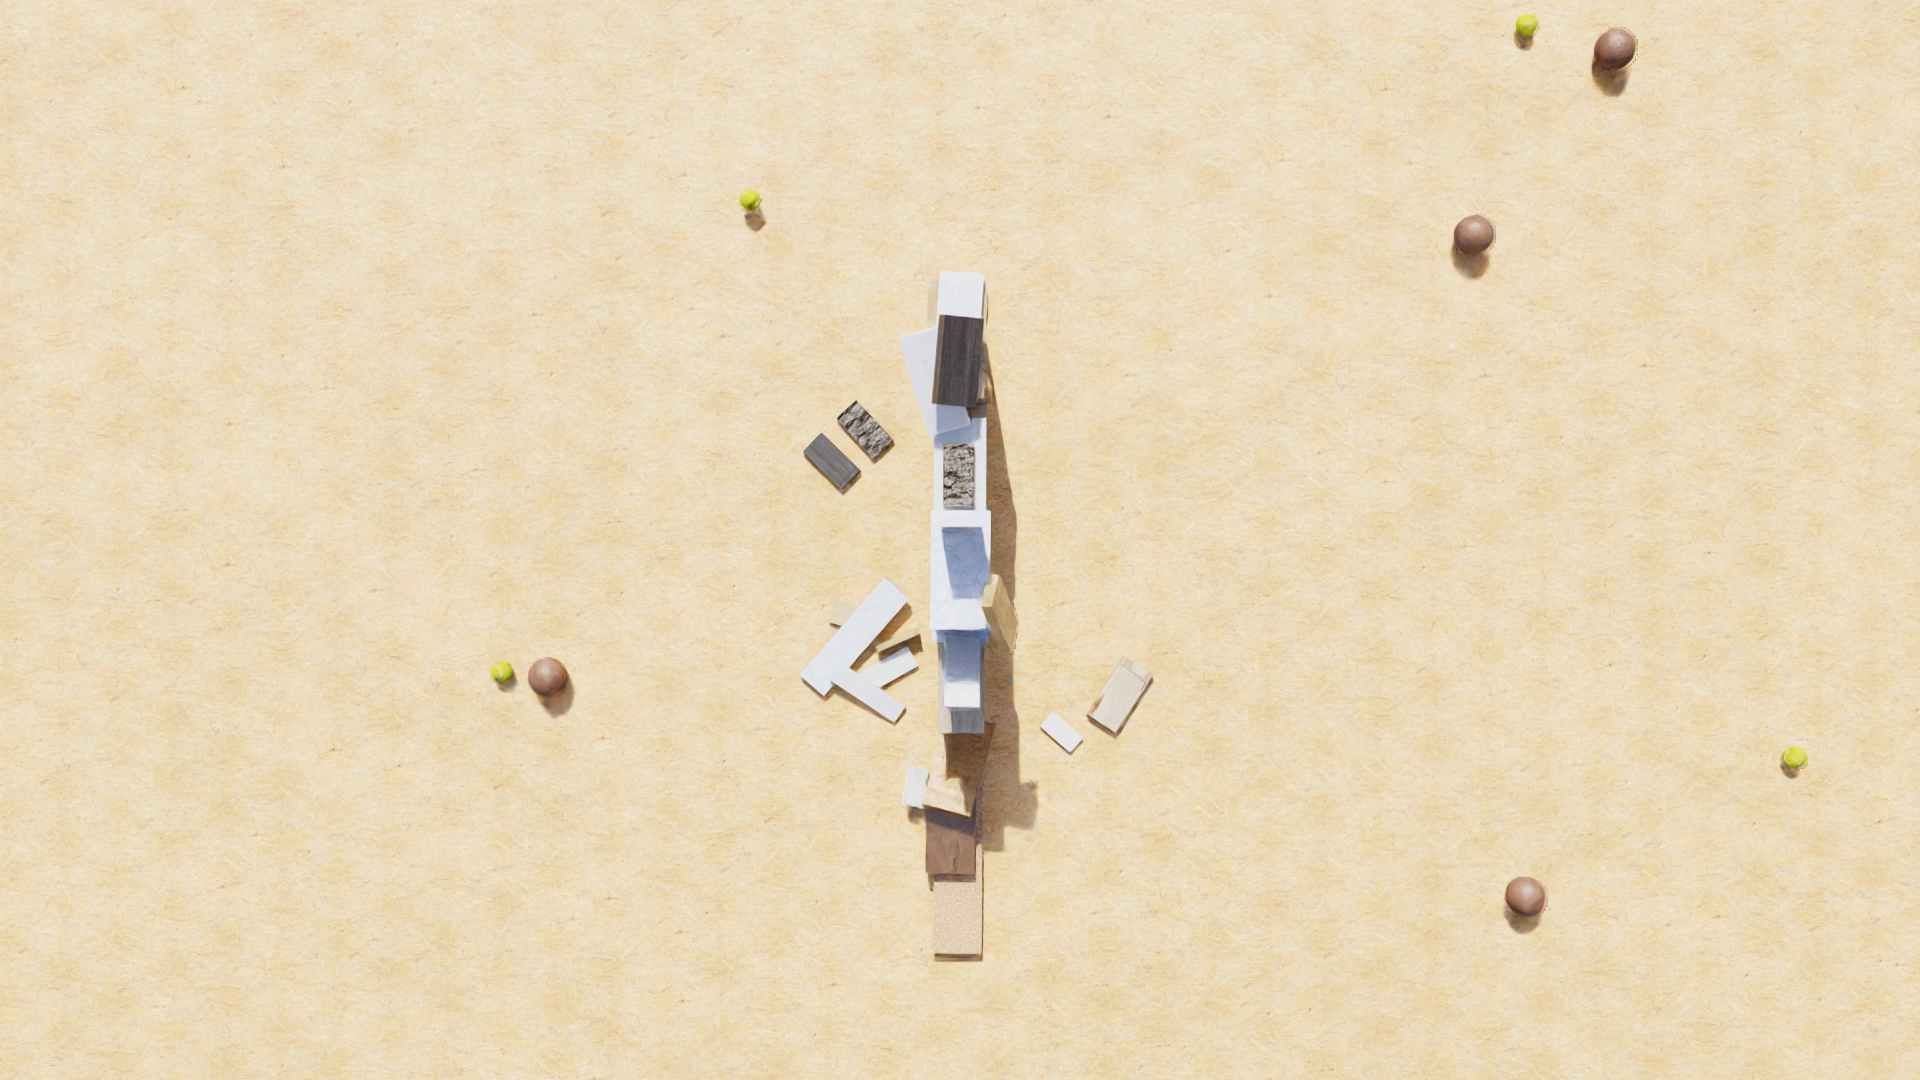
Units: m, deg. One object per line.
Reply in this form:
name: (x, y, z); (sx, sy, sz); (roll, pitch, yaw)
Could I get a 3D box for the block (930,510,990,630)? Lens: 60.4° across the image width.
block: (0.001, 0.086, 4.739); (0.170, 0.048, 0.340); (0, 90, 0)

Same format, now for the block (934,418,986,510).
block: (0.000, -0.202, 4.793); (0.151, 0.043, 0.302); (0, 91, 0)

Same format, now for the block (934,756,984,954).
block: (-0.006, 1.043, 5.477); (0.160, 0.045, 0.648); (0, 90, 0)

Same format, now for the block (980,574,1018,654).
block: (0.114, 0.213, 4.740); (0.032, 0.229, 0.114); (-1, 51, 19)

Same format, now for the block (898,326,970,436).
block: (-0.071, -0.452, 4.693); (0.126, 0.036, 0.295); (-15, 107, 6)

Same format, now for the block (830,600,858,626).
block: (-0.353, 0.258, 5.489); (0.149, 0.021, 0.075); (17, 90, 0)

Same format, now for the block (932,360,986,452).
block: (0.000, -0.441, 5.141); (0.167, 0.047, 0.335); (0, 90, 0)

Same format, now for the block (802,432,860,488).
block: (-0.426, -0.263, 5.487); (0.181, 0.026, 0.090); (44, 90, 0)

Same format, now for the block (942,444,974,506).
block: (-0.004, -0.187, 4.759); (0.090, 0.026, 0.181); (0, 91, 0)

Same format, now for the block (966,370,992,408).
block: (0.004, -0.439, 4.946); (0.171, 0.341, 0.048); (-15, 87, 0)

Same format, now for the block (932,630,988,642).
block: (0.000, 0.143, 5.128); (0.174, 0.049, 0.347); (0, 90, 0)

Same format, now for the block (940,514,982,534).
block: (0.004, -0.044, 4.600); (0.114, 0.229, 0.032); (0, 85, 0)

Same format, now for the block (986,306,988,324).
block: (-0.003, -0.683, 5.138); (0.171, 0.723, 0.048); (0, 90, 0)

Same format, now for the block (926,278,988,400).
block: (-0.011, -0.578, 4.751); (0.171, 0.048, 0.341); (2, 90, 0)

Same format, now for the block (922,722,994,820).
block: (-0.004, 0.737, 5.400); (0.160, 0.045, 0.320); (14, 68, 5)

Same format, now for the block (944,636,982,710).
block: (0.007, 0.397, 4.932); (0.107, 0.030, 0.214); (4, 71, -9)

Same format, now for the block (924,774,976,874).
block: (-0.031, 0.933, 5.432); (0.160, 0.045, 0.320); (1, 90, 0)

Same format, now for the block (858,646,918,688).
block: (-0.252, 0.438, 5.489); (0.218, 0.021, 0.075); (-29, 90, 0)

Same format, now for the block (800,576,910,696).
block: (-0.349, 0.319, 5.465); (0.107, 0.030, 0.432); (41, 95, -2)

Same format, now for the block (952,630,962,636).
block: (-0.010, 0.385, 5.061); (0.030, 0.107, 0.214); (0, 100, -2)

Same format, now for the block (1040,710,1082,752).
block: (0.338, 0.638, 5.491); (0.133, 0.019, 0.067); (41, 90, 0)

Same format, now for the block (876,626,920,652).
block: (-0.205, 0.328, 5.462); (0.149, 0.075, 0.021); (-24, 91, 0)

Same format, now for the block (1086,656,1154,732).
block: (0.531, 0.512, 5.484); (0.114, 0.032, 0.229); (33, 90, 0)

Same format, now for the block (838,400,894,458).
block: (-0.316, -0.369, 5.487); (0.090, 0.026, 0.181); (-43, 90, 0)

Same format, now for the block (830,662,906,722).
block: (-0.306, 0.505, 5.468); (0.260, 0.019, 0.067); (35, 95, -9)

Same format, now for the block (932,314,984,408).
block: (-0.006, -0.504, 4.646); (0.126, 0.036, 0.251); (2, 97, -29)

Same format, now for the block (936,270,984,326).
block: (-0.003, -0.636, 4.710); (0.126, 0.036, 0.251); (4, 90, 0)

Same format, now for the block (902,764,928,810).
block: (-0.147, 0.816, 5.451); (0.067, 0.019, 0.133); (17, 69, -25)

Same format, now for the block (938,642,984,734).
block: (0.002, 0.462, 5.192); (0.144, 0.041, 0.287); (0, 90, 0)
